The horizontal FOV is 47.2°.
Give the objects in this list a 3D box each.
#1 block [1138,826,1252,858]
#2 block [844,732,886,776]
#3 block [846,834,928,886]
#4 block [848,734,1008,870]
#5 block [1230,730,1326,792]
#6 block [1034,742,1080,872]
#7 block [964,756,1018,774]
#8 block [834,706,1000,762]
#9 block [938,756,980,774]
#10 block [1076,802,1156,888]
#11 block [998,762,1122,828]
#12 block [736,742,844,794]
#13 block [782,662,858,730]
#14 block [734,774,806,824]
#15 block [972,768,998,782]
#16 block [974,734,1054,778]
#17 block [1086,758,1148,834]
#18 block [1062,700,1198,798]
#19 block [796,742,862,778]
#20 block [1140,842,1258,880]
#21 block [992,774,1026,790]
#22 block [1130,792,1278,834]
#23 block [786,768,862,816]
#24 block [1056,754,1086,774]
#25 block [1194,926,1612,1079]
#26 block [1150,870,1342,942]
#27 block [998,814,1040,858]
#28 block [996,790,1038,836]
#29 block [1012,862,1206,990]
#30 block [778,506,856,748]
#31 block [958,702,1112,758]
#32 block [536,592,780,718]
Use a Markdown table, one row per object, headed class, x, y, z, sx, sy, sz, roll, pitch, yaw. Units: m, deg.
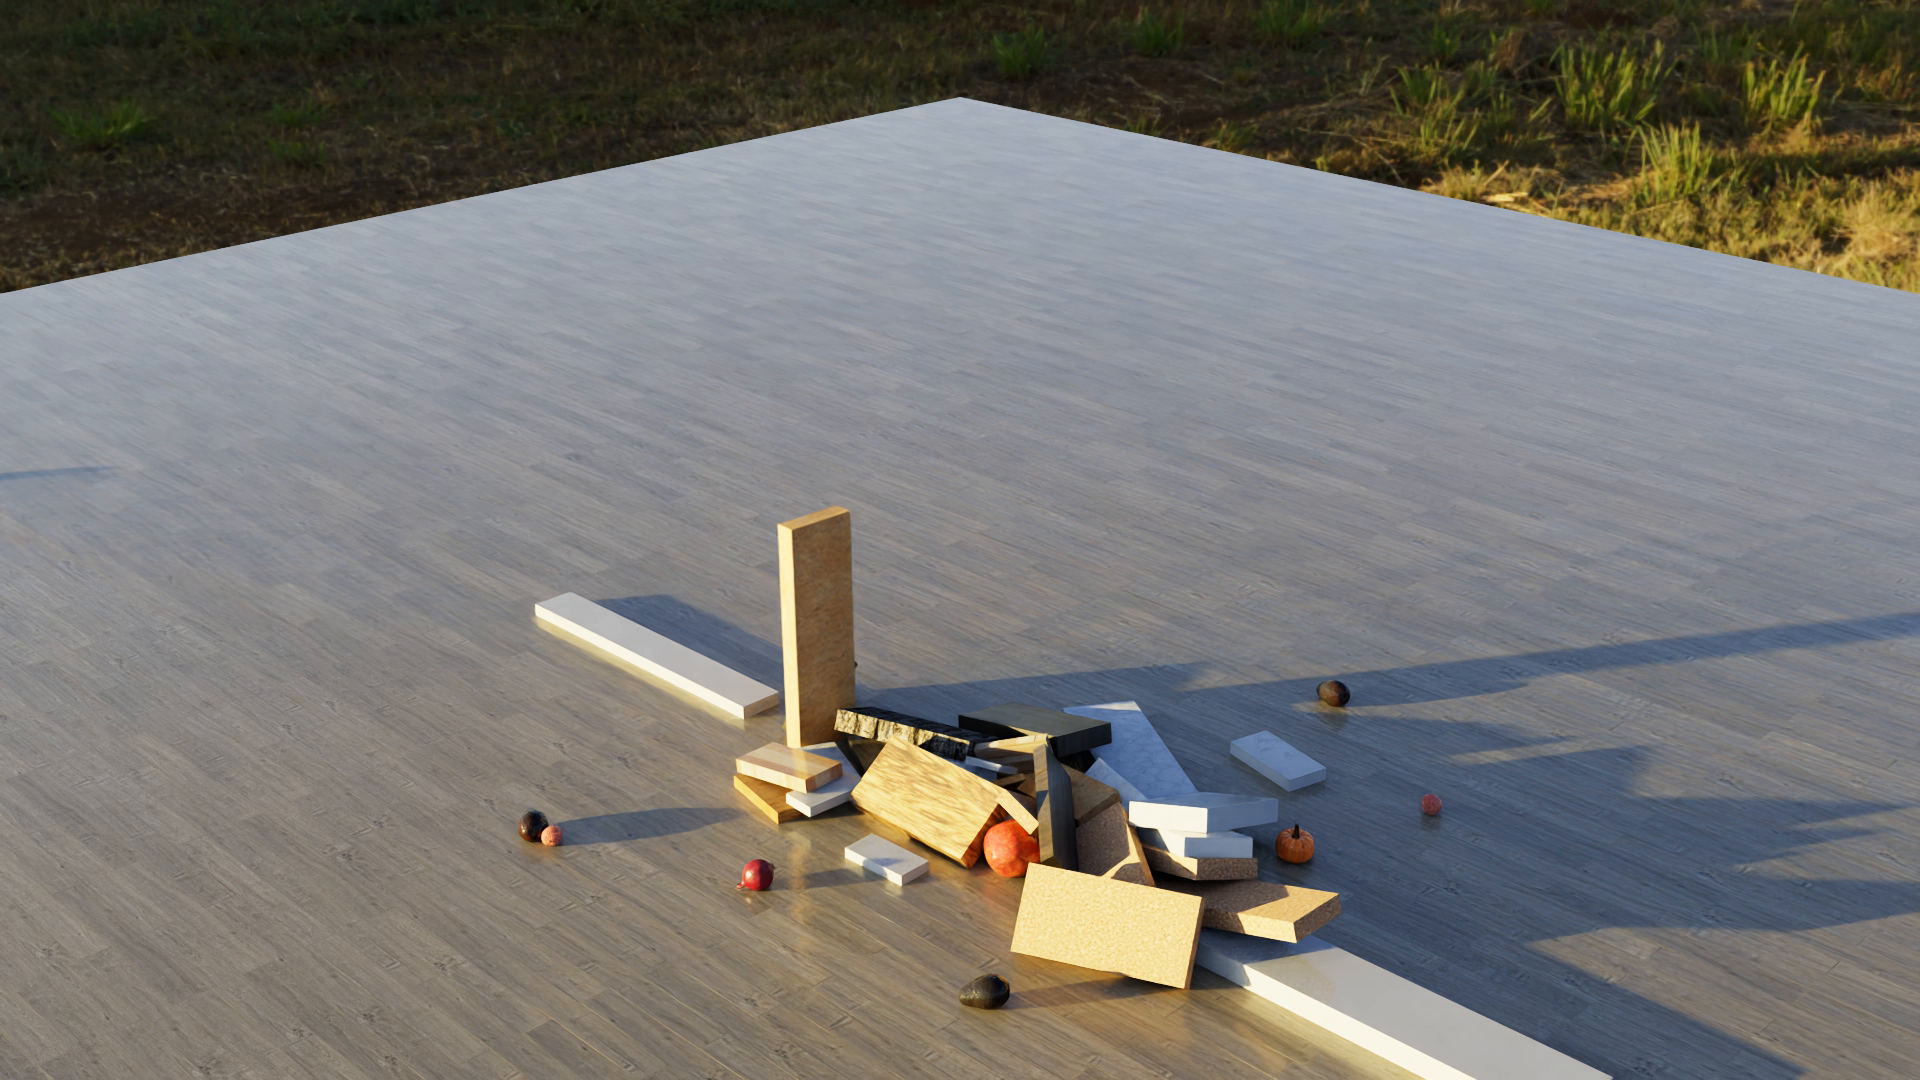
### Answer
| class | x | y | z | sx | sy | sz | roll | pitch | yaw |
| --- | --- | --- | --- | --- | --- | --- | --- | --- | --- |
| block | 0.443 | 0.566 | 4.158 | 0.133 | 0.038 | 0.265 | 3 | -1 | -13 |
| block | -0.178 | 0.453 | 4.660 | 0.092 | 0.026 | 0.184 | -6 | 24 | -15 |
| block | -0.142 | 0.620 | 4.272 | 0.153 | 0.022 | 0.076 | 20 | 30 | 39 |
| block | -0.058 | 0.517 | 4.368 | 0.324 | 0.046 | 0.162 | 22 | 69 | 41 |
| block | 0.669 | 0.464 | 4.631 | 0.098 | 0.028 | 0.196 | -14 | 26 | -29 |
| block | 0.185 | 0.535 | 4.231 | 0.028 | 0.098 | 0.384 | -30 | 24 | 14 |
| block | 0.063 | 0.454 | 4.434 | 0.050 | 0.014 | 0.101 | 16 | -4 | -42 |
| block | -0.089 | 0.406 | 4.609 | 0.310 | 0.044 | 0.155 | 12 | 3 | 25 |
| block | -0.012 | 0.454 | 4.451 | 0.101 | 0.014 | 0.050 | 10 | -3 | 42 |
| block | 0.270 | 0.628 | 4.116 | 0.161 | 0.046 | 0.322 | -34 | 23 | 8 |
| block | 0.193 | 0.503 | 4.439 | 0.109 | 0.031 | 0.284 | -32 | 29 | -26 |
| block | -0.351 | 0.467 | 4.525 | 0.208 | 0.029 | 0.104 | 11 | 23 | 42 |
| block | -0.306 | 0.340 | 4.822 | 0.029 | 0.104 | 0.208 | 35 | 34 | 13 |
| block | -0.378 | 0.519 | 4.504 | 0.092 | 0.026 | 0.184 | -15 | 27 | -31 |
| block | -0.001 | 0.474 | 4.476 | 0.076 | 0.021 | 0.151 | -15 | 19 | -35 |
| block | 0.113 | 0.443 | 4.486 | 0.153 | 0.076 | 0.022 | -10 | 27 | 16 |
| block | 0.305 | 0.530 | 4.392 | 0.109 | 0.031 | 0.218 | -48 | 35 | -4 |
| block | 0.354 | 0.460 | 4.617 | 0.162 | 0.046 | 0.429 | -6 | 24 | -13 |
| block | -0.277 | 0.480 | 4.595 | 0.092 | 0.026 | 0.184 | -9 | 25 | -21 |
| block | 0.429 | 0.602 | 4.138 | 0.133 | 0.038 | 0.266 | 3 | -2 | -27 |
| block | 0.078 | 0.496 | 4.413 | 0.101 | 0.050 | 0.014 | -11 | 65 | -33 |
| block | 0.477 | 0.528 | 4.271 | 0.162 | 0.046 | 0.324 | 1 | -2 | 32 |
| block | -0.268 | 0.512 | 4.458 | 0.153 | 0.022 | 0.076 | -19 | 30 | -38 |
| block | 0.188 | 0.466 | 4.623 | 0.109 | 0.031 | 0.218 | -4 | 23 | -10 |
| block | 0.721 | 0.810 | 3.793 | 0.798 | 0.046 | 0.161 | 21 | 31 | 40 |
| block | 0.477 | 0.659 | 4.005 | 0.133 | 0.038 | 0.438 | -21 | 15 | -40 |
| block | 0.107 | 0.558 | 4.345 | 0.076 | 0.021 | 0.151 | -23 | 55 | -42 |
| block | 0.147 | 0.539 | 4.276 | 0.098 | 0.028 | 0.196 | 43 | 6 | 26 |
| block | 0.265 | 0.689 | 3.934 | 0.322 | 0.161 | 0.046 | 9 | -11 | 20 |
| block | -0.298 | 0.194 | 4.637 | 0.155 | 0.520 | 0.044 | -19 | 29 | -38 |
| block | 0.156 | 0.399 | 4.646 | 0.155 | 0.044 | 0.310 | -10 | 11 | -39 |
| block | -0.715 | 0.260 | 5.110 | 0.772 | 0.029 | 0.104 | 21 | 31 | 40 |
